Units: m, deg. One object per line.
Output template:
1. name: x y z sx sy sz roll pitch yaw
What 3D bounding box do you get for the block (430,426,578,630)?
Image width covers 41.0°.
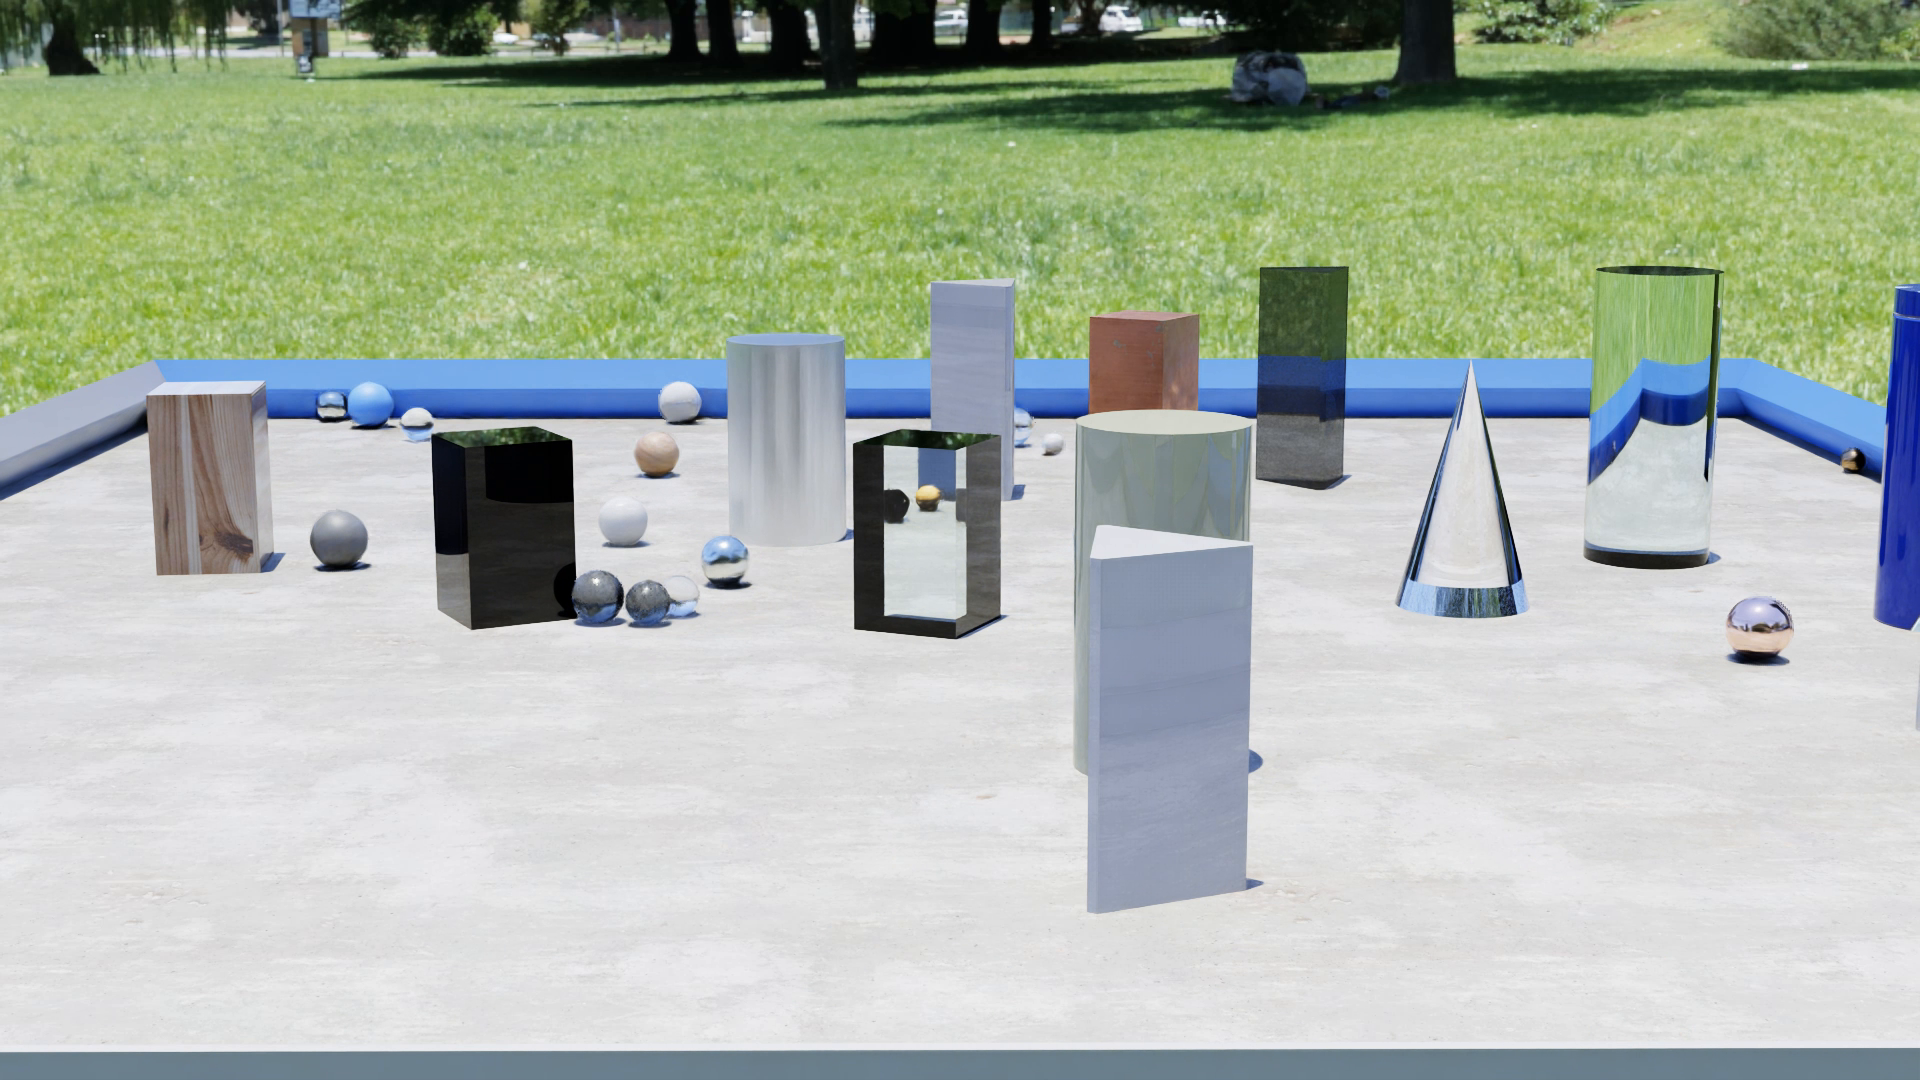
1. block: -0.602 -0.019 3.387 0.145 0.238 0.145 -6 12 -28

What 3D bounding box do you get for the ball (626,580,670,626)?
1. ball: -0.406 0.082 3.339 0.059 0.059 0.059 0 11 0

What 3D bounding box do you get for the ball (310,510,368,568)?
1. ball: -0.899 -0.001 3.716 0.083 0.083 0.083 0 11 0

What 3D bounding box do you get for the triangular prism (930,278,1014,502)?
1. triangular prism: 0.053 -0.259 4.342 0.156 0.358 0.136 7 13 33

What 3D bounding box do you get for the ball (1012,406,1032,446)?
1. ball: 0.101 -0.217 4.886 0.075 0.075 0.075 0 11 0

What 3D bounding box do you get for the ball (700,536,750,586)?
1. ball: -0.329 0.029 3.590 0.070 0.070 0.070 0 11 0

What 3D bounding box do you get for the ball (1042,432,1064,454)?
1. ball: 0.173 -0.179 4.776 0.042 0.042 0.042 0 11 0

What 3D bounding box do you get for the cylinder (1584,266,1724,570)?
1. cylinder: 1.014 -0.182 3.754 0.181 0.424 0.181 0 11 0

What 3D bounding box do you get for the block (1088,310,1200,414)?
1. block: 0.327 -0.259 4.557 0.145 0.280 0.145 6 12 30

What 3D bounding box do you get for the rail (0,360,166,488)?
1. rail: -1.621 0.032 3.441 0.045 0.117 3.731 0 11 0

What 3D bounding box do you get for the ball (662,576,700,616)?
1. ball: -0.372 0.074 3.396 0.054 0.054 0.054 0 11 0

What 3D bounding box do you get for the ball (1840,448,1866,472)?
1. ball: 1.592 -0.141 4.572 0.042 0.042 0.042 0 11 0

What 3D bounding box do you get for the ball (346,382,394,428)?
1. ball: -1.178 -0.269 5.125 0.090 0.090 0.090 0 11 0

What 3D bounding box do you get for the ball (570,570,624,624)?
1. ball: -0.473 0.074 3.353 0.070 0.070 0.070 0 11 0

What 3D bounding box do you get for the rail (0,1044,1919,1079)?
1. rail: 0.011 0.370 1.640 3.289 0.117 0.045 0 11 0

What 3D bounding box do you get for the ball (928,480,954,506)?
1. ball: -0.032 -0.077 4.234 0.041 0.041 0.041 0 11 0

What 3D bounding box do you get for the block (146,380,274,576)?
1. block: -1.084 -0.092 3.718 0.145 0.260 0.145 -1 11 -7

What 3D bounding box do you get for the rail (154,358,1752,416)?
1. rail: -0.011 -0.310 5.260 3.289 0.117 0.045 0 11 0

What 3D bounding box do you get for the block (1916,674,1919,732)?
1. block: 1.133 0.110 2.744 0.145 0.223 0.145 -1 11 -8

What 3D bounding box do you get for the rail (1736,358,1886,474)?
1. rail: 1.621 0.028 3.459 0.045 0.117 3.731 0 11 0

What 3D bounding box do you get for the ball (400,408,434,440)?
1. ball: -1.047 -0.224 4.952 0.064 0.064 0.064 0 11 0

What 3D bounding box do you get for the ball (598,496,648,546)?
1. ball: -0.511 -0.030 3.888 0.076 0.076 0.076 0 11 0

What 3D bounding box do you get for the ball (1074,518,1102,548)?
1. ball: 0.194 -0.010 3.862 0.045 0.045 0.045 0 11 0

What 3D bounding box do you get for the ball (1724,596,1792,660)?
1. ball: 0.978 0.109 3.144 0.078 0.078 0.078 0 11 0

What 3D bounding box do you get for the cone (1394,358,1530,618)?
1. cone: 0.679 -0.077 3.441 0.181 0.334 0.181 0 11 0

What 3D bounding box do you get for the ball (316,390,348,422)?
1. ball: -1.276 -0.272 5.216 0.063 0.063 0.063 0 11 0

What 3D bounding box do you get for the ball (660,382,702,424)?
1. ball: -0.566 -0.278 5.187 0.084 0.084 0.084 0 11 0

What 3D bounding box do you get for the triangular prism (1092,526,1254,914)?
1. triangular prism: 0.156 0.152 2.280 0.156 0.312 0.136 -5 12 -25

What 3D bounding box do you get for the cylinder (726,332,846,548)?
1. cylinder: -0.265 -0.156 3.935 0.181 0.306 0.181 0 11 0

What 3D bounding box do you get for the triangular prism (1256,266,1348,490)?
1. triangular prism: 0.621 -0.286 4.454 0.136 0.371 0.156 -8 14 -38

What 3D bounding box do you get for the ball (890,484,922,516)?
1. ball: -0.086 -0.065 4.141 0.052 0.052 0.052 0 11 0

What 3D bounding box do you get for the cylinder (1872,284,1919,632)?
1. cylinder: 1.294 -0.108 3.328 0.181 0.435 0.181 0 11 0

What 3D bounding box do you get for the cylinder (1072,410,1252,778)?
1. cylinder: 0.208 0.057 2.652 0.181 0.361 0.181 0 11 0

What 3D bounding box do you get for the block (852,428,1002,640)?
1. block: -0.042 -0.010 3.330 0.145 0.243 0.145 5 12 24

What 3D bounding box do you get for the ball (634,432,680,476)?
1. ball: -0.535 -0.152 4.530 0.080 0.080 0.080 0 11 0
